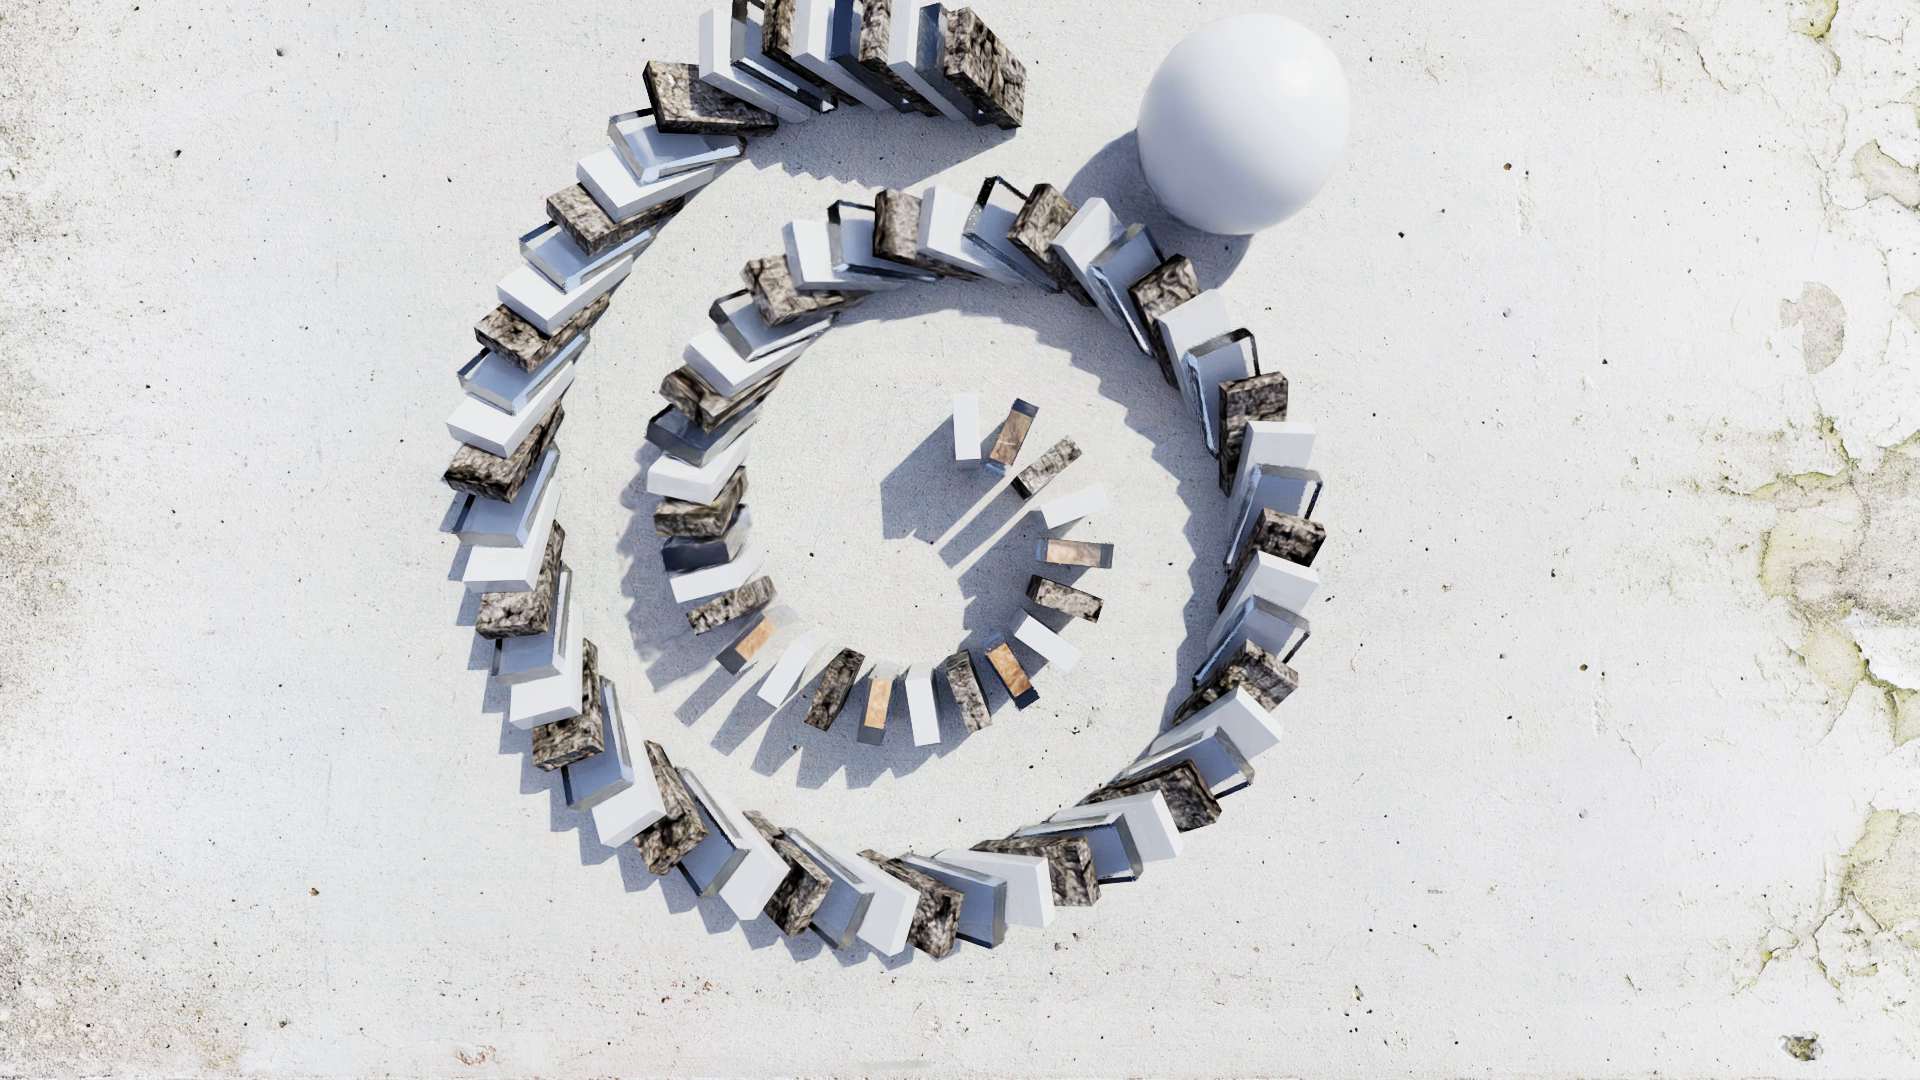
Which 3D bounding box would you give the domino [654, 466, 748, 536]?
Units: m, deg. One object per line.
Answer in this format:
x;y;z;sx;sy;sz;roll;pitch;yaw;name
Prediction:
-0.105;-0.017;0.376;0.025;0.050;0.009;0;116;0;domino

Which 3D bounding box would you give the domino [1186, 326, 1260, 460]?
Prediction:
0.112;-0.060;0.382;0.025;0.010;0.050;-22;124;0;domino

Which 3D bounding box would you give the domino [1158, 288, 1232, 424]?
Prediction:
0.102;-0.076;0.382;0.025;0.010;0.050;-29;124;0;domino

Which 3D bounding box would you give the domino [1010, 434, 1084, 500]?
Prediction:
0.035;-0.029;0.375;0.025;0.050;0.010;-39;90;0;domino

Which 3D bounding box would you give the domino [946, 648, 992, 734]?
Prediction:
0.004;0.061;0.375;0.010;0.050;0.025;-21;90;0;domino

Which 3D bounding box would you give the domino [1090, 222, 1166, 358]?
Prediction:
0.077;-0.103;0.382;0.025;0.010;0.050;-42;124;-1;domino

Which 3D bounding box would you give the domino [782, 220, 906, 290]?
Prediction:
-0.047;-0.118;0.381;0.050;0.010;0.025;-12;90;-38;domino

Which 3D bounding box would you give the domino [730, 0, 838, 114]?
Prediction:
-0.071;-0.199;0.377;0.009;0.050;0.025;2;90;38;domino

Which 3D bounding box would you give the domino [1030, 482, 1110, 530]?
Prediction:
0.044;-0.013;0.375;0.025;0.050;0.009;-21;90;0;domino

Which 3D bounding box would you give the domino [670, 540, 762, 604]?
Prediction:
-0.099;0.012;0.375;0.025;0.050;0.009;-14;101;0;domino

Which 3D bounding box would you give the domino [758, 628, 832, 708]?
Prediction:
-0.067;0.051;0.375;0.009;0.050;0.025;33;90;0;domino

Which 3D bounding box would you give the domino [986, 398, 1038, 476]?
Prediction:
0.021;-0.041;0.375;0.009;0.050;0.025;25;90;0;domino

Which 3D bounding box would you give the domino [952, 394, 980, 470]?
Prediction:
0.002;-0.043;0.375;0.009;0.050;0.025;-3;90;0;domino

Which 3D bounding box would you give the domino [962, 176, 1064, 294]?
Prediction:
0.027;-0.126;0.382;0.050;0.010;0.025;23;90;-34;domino

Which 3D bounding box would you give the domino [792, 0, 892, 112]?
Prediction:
-0.046;-0.200;0.377;0.010;0.050;0.025;4;90;38;domino

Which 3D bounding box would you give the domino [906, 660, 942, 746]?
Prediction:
-0.014;0.066;0.375;0.009;0.050;0.025;-9;90;0;domino

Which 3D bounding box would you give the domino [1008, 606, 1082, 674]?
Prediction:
0.034;0.040;0.375;0.025;0.050;0.010;35;90;0;domino

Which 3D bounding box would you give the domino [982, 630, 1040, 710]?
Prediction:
0.020;0.052;0.375;0.010;0.050;0.025;-33;90;0;domino

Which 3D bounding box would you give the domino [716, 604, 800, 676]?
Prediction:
-0.081;0.040;0.375;0.010;0.050;0.025;44;90;0;domino

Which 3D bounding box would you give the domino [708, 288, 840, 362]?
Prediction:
-0.076;-0.094;0.380;0.025;0.010;0.050;53;49;0;domino

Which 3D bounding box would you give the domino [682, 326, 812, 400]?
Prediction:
-0.087;-0.080;0.379;0.025;0.010;0.050;43;46;0;domino

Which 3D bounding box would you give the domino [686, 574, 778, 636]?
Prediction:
-0.092;0.026;0.375;0.025;0.050;0.010;-26;93;0;domino

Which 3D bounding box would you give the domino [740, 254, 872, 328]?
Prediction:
-0.063;-0.106;0.381;0.050;0.009;0.025;-28;90;-39;domino

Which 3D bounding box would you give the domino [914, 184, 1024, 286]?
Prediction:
0.006;-0.126;0.382;0.050;0.009;0.025;8;90;-35;domino

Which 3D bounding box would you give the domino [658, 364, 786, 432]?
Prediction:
-0.097;-0.066;0.378;0.025;0.050;0.010;39;132;0;domino

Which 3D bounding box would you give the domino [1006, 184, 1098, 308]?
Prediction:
0.045;-0.122;0.382;0.050;0.010;0.025;30;89;-35;domino

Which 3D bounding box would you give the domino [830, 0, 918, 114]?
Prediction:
-0.033;-0.199;0.376;0.009;0.050;0.025;4;90;31;domino

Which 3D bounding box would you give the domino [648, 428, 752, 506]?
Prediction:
-0.106;-0.033;0.376;0.025;0.050;0.009;12;122;0;domino

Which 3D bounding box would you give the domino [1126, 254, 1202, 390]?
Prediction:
0.091;-0.090;0.382;0.025;0.010;0.050;-34;124;0;domino

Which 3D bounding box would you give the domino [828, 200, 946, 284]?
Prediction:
-0.030;-0.123;0.381;0.050;0.010;0.025;-4;90;-37;domino

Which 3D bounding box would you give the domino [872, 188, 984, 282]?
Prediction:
-0.012;-0.126;0.382;0.050;0.010;0.025;3;90;-36;domino

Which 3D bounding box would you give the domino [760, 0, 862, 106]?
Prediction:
-0.058;-0.202;0.377;0.009;0.050;0.025;4;90;38;domino

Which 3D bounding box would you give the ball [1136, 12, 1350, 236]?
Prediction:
0.110;-0.162;0.360;0.080;0.080;0.080;0;90;0;ball

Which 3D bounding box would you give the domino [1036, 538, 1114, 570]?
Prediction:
0.046;0.005;0.375;0.025;0.050;0.009;6;90;0;domino

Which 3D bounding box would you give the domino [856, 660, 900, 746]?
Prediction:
-0.033;0.066;0.375;0.010;0.050;0.025;11;90;0;domino

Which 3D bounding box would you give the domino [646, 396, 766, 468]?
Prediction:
-0.104;-0.050;0.377;0.025;0.050;0.009;29;128;0;domino

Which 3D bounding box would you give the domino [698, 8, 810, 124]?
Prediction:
-0.084;-0.194;0.377;0.009;0.050;0.025;0;90;38;domino

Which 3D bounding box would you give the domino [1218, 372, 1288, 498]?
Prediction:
0.122;-0.043;0.382;0.025;0.010;0.050;-12;125;0;domino

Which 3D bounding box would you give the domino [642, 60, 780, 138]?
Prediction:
-0.103;-0.183;0.381;0.050;0.010;0.025;-16;88;-35;domino

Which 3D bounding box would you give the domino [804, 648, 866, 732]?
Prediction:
-0.050;0.060;0.375;0.009;0.050;0.025;24;90;0;domino

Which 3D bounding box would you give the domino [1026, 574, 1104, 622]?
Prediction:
0.042;0.023;0.375;0.025;0.050;0.010;19;90;0;domino

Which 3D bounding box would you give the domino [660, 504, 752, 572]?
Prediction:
-0.102;-0.002;0.375;0.025;0.050;0.010;-8;109;0;domino

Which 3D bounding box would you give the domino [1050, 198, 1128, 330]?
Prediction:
0.062;-0.114;0.382;0.025;0.010;0.050;-49;125;-1;domino
